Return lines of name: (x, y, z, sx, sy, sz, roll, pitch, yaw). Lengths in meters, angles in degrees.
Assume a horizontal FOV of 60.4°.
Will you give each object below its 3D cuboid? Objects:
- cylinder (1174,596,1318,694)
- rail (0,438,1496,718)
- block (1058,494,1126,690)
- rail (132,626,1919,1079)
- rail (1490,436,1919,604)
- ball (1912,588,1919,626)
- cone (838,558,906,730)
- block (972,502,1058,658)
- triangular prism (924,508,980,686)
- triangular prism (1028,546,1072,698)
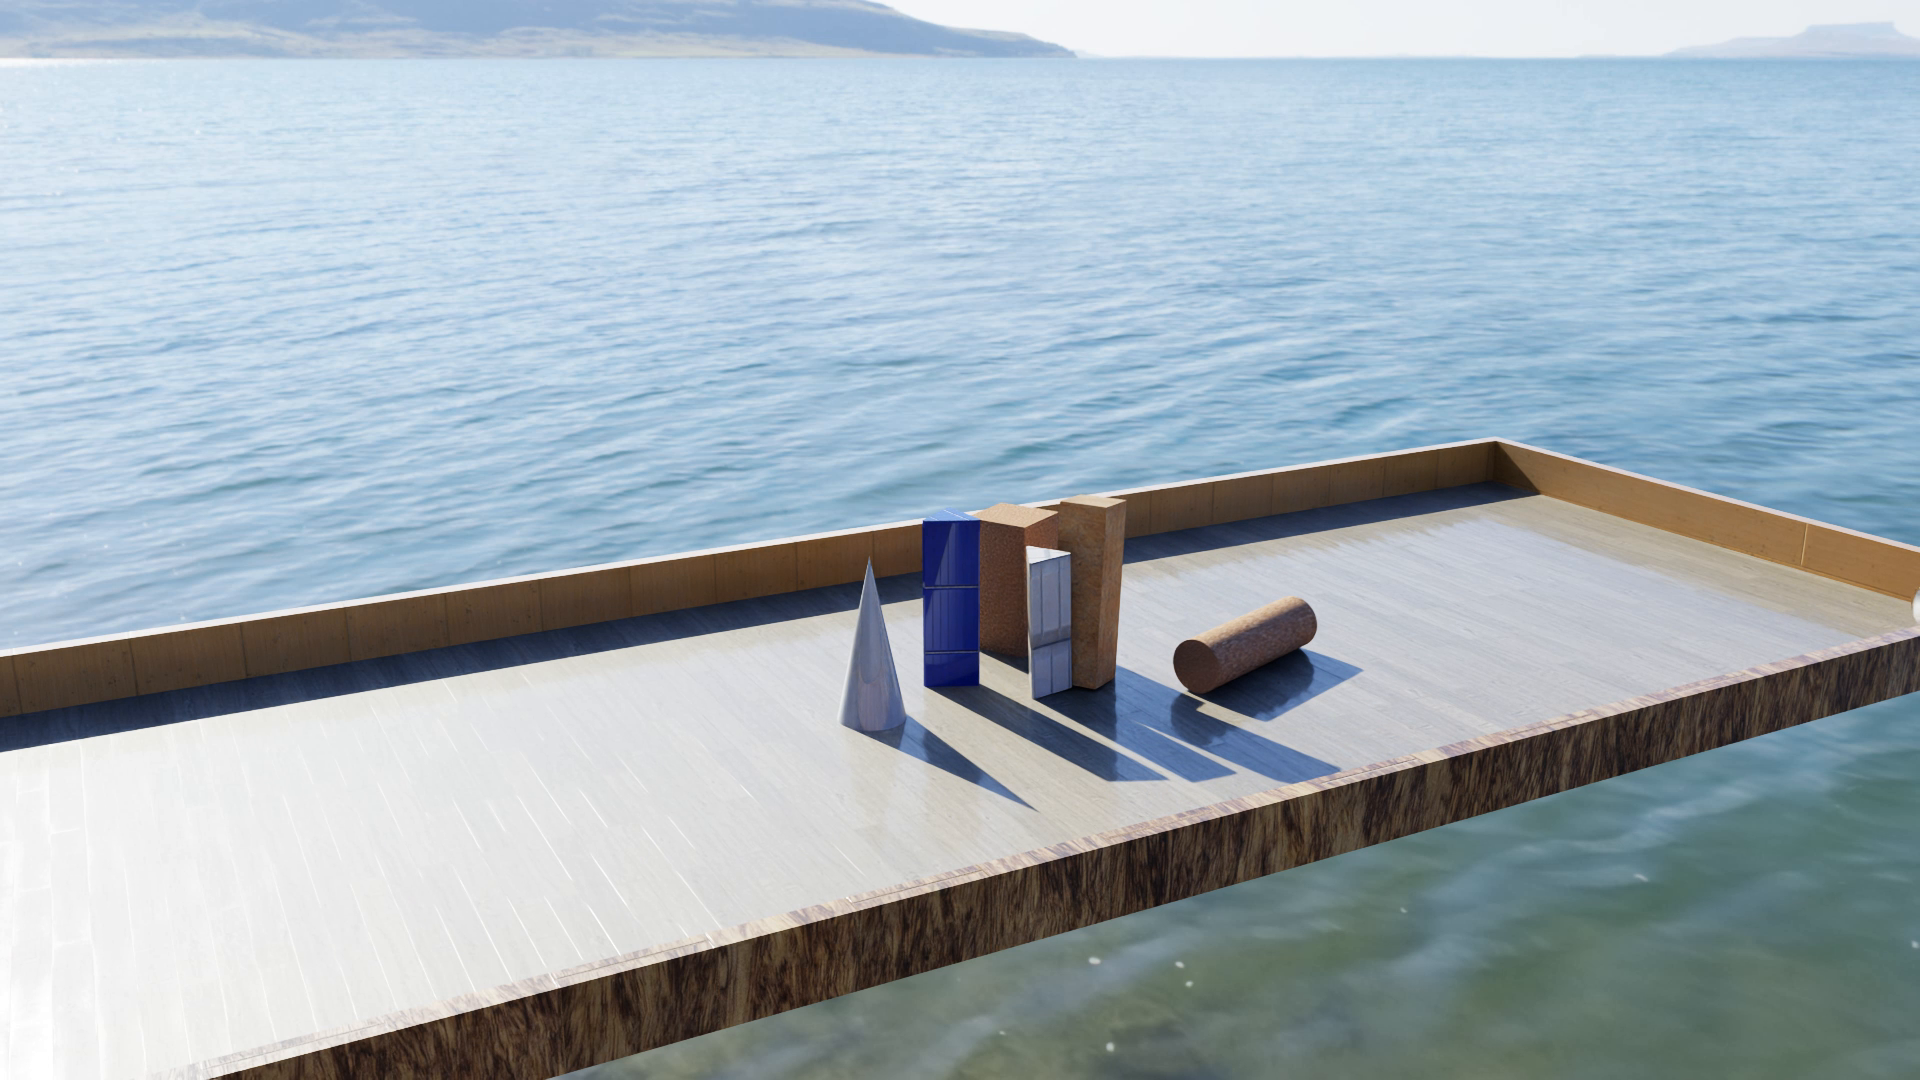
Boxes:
cylinder: (0.734, 0.263, 4.216, 0.137, 0.137, 0.458, 14, 22, 40)
rail: (-3.305, 0.497, 3.399, 12.000, 0.150, 0.050, -9, 18, -27)
block: (0.318, 0.127, 4.098, 0.124, 0.456, 0.124, 9, 13, 27)
rail: (-2.336, 1.006, 1.665, 12.000, 0.150, 0.050, -9, 18, -27)
rail: (2.466, -0.048, 5.253, 0.050, 0.150, 2.100, -9, 18, -27)
ball: (2.649, 0.182, 4.388, 0.196, 0.196, 0.196, 0, 16, 0)
cone: (-0.209, 0.230, 3.865, 0.165, 0.399, 0.165, 0, 16, 0)
block: (0.138, 0.104, 4.374, 0.177, 0.354, 0.177, 10, 19, 31)
triangular prism: (-0.024, 0.141, 4.112, 0.137, 0.430, 0.119, -1, 16, -3)
triangular prism: (0.196, 0.196, 4.039, 0.116, 0.356, 0.100, -14, 23, -29)
